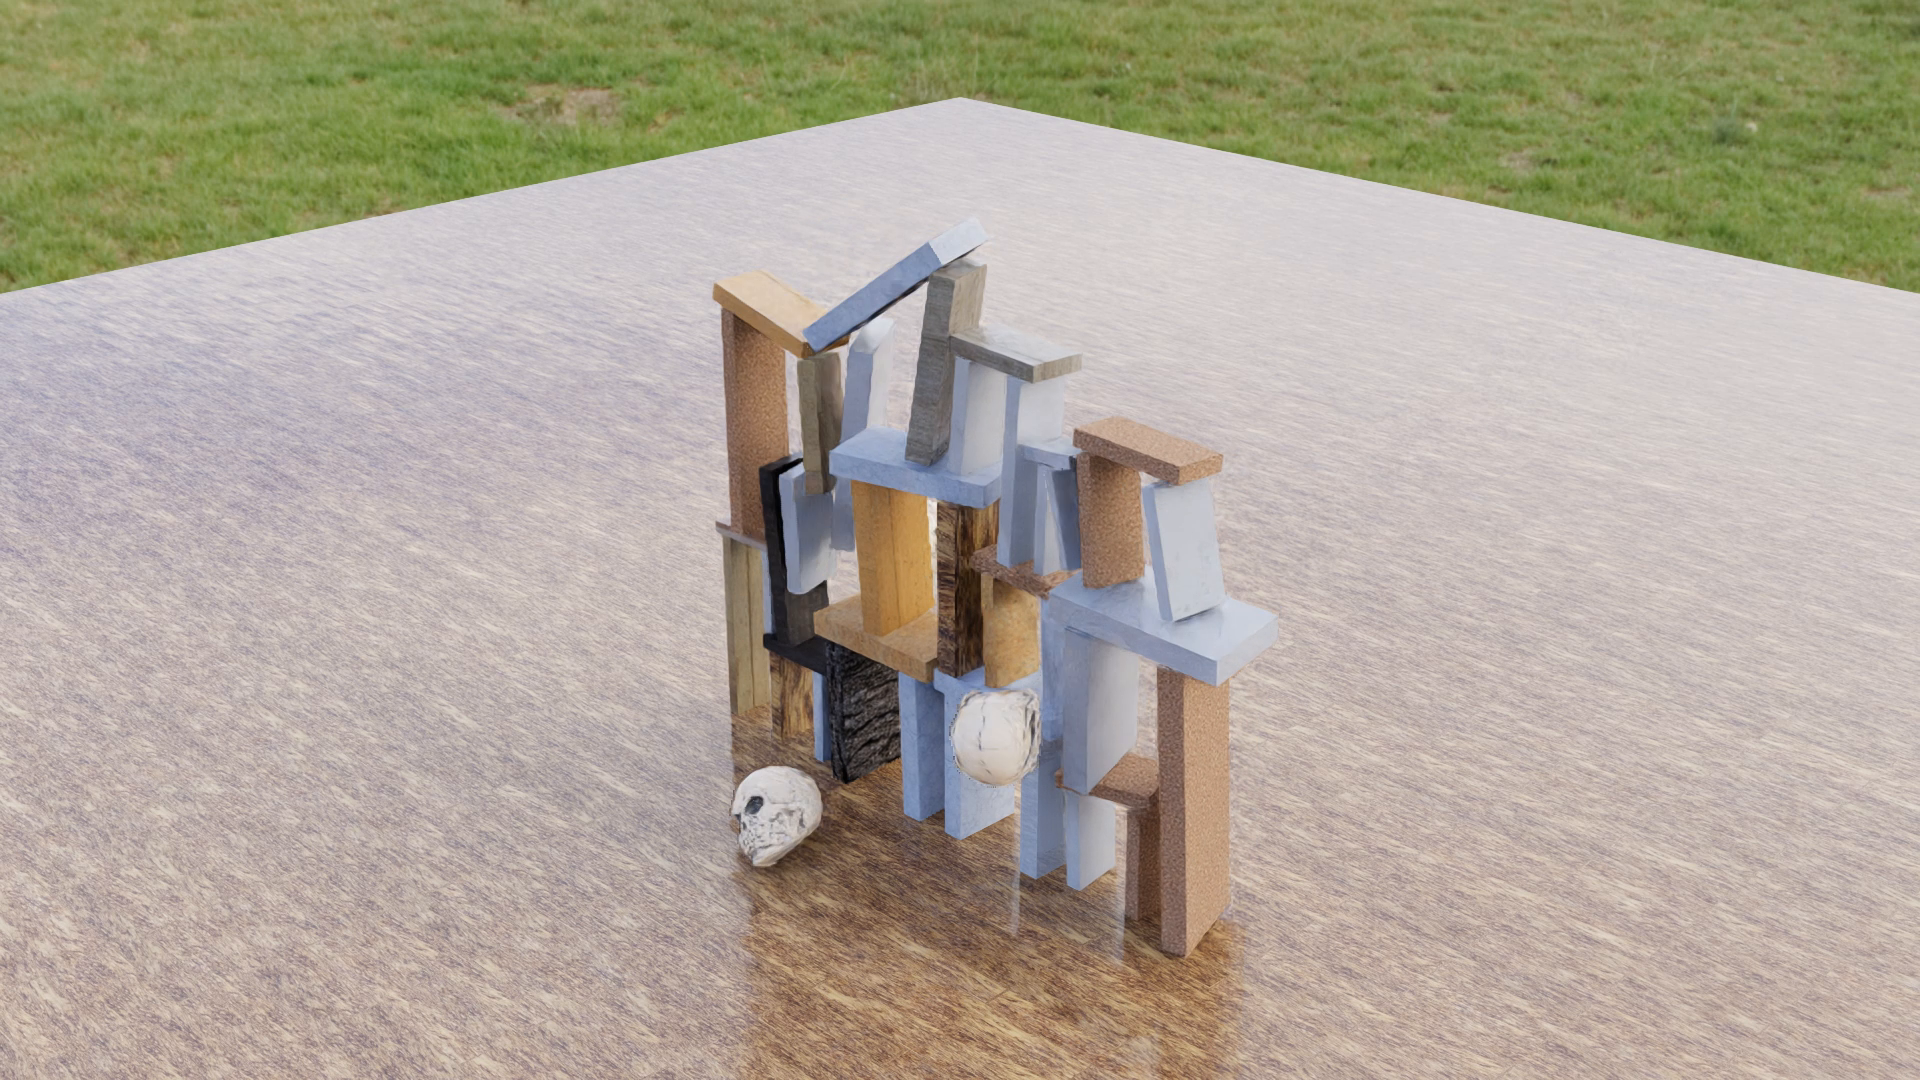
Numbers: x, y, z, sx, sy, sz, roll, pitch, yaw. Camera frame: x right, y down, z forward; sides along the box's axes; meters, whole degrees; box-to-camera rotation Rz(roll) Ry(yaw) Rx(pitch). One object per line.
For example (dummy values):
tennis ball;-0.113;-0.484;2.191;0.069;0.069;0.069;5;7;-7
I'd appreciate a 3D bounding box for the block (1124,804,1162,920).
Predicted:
block;0.356;0.589;4.092;0.109;0.218;0.031;-22;32;-40

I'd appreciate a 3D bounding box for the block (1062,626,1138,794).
block;0.256;0.268;3.988;0.051;0.357;0.179;20;40;28

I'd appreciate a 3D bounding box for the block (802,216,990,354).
block;-0.124;-0.483;4.175;0.358;0.051;0.179;-30;5;37

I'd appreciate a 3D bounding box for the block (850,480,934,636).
block;-0.132;0.005;4.361;0.047;0.335;0.167;14;28;36

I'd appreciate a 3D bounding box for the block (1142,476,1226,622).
block;0.379;0.009;3.717;0.117;0.233;0.033;-18;16;-29

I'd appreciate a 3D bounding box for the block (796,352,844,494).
block;-0.277;-0.238;4.446;0.038;0.268;0.134;1;13;20

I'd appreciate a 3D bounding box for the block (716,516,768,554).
block;-0.424;-0.017;4.682;0.187;0.027;0.094;21;30;40

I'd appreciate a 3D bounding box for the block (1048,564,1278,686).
block;0.348;0.132;3.800;0.357;0.051;0.179;22;38;35

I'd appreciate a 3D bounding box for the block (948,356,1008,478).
block;0.035;-0.244;4.105;0.033;0.232;0.116;24;33;34

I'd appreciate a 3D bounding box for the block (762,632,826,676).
block;-0.310;0.230;4.652;0.207;0.029;0.103;21;31;40

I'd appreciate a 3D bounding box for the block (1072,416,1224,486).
block;0.317;-0.154;3.730;0.233;0.033;0.117;23;28;38

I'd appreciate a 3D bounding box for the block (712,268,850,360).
block;-0.360;-0.459;4.442;0.268;0.038;0.134;35;39;29

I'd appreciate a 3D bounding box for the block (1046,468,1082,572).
block;0.210;-0.041;3.857;0.088;0.176;0.025;-11;6;-19

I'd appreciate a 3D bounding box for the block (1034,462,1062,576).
block;0.178;-0.048;4.014;0.088;0.217;0.025;-20;33;-39

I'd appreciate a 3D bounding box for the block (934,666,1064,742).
block;0.113;0.291;4.226;0.155;0.044;0.310;-21;31;-41

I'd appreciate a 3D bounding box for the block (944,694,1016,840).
block;0.040;0.425;4.362;0.044;0.310;0.155;21;31;41

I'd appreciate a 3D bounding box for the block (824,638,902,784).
block;-0.197;0.328;4.565;0.046;0.325;0.162;21;33;40

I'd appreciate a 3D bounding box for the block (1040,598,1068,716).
block;0.203;0.200;4.088;0.115;0.230;0.033;-21;28;-41

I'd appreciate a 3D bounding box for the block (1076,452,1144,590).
block;0.261;-0.041;3.801;0.117;0.233;0.033;-14;16;-38

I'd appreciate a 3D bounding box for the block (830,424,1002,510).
block;-0.064;-0.143;4.218;0.335;0.047;0.167;13;27;25

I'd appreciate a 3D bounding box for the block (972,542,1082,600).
block;0.141;0.056;4.091;0.115;0.033;0.230;-20;30;-39

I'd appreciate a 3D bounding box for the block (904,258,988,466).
block;-0.026;-0.337;4.136;0.051;0.358;0.179;14;21;16

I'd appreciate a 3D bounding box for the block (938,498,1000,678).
block;0.034;0.074;4.229;0.167;0.352;0.047;-21;31;-40

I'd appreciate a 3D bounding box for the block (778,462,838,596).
block;-0.312;-0.031;4.542;0.037;0.259;0.130;11;27;29

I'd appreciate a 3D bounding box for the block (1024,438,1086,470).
block;0.192;-0.154;3.905;0.088;0.025;0.176;-11;13;-23

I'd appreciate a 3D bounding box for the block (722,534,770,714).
block;-0.466;0.173;4.810;0.094;0.424;0.027;-21;31;-41

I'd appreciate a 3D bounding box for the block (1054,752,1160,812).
block;0.295;0.438;4.076;0.218;0.031;0.109;10;34;40

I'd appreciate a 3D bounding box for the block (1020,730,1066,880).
block;0.186;0.482;4.228;0.044;0.310;0.155;21;31;41

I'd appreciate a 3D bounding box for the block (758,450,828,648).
block;-0.344;0.021;4.601;0.037;0.394;0.130;11;25;37

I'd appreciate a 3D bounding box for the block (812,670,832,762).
block;-0.261;0.357;4.653;0.104;0.207;0.029;-21;31;-40

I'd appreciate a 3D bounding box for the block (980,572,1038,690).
block;0.095;0.157;4.189;0.115;0.229;0.033;-21;27;-40

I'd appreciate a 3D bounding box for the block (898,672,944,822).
block;-0.044;0.388;4.424;0.046;0.325;0.162;21;33;40

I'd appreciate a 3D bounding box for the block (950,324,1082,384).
block;0.099;-0.340;3.990;0.116;0.033;0.232;-18;29;-36

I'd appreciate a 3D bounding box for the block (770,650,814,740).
block;-0.359;0.319;4.743;0.029;0.207;0.104;21;31;41

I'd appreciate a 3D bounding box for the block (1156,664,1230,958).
block;0.417;0.446;3.912;0.051;0.606;0.179;14;33;29

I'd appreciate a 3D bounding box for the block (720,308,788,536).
block;-0.424;-0.256;4.587;0.134;0.485;0.038;-20;29;-41

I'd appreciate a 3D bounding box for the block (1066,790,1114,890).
block;0.249;0.548;4.182;0.031;0.218;0.109;20;34;37

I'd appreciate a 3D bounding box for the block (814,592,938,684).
block;-0.124;0.189;4.419;0.325;0.046;0.162;21;33;40

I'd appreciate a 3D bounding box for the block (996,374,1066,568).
block;0.130;-0.136;4.025;0.116;0.370;0.033;-20;34;-39

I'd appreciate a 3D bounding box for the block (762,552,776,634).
block;-0.375;0.098;4.683;0.094;0.187;0.027;-20;30;-39

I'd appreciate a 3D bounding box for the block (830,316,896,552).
block;-0.197;-0.212;4.436;0.051;0.445;0.179;11;30;7
